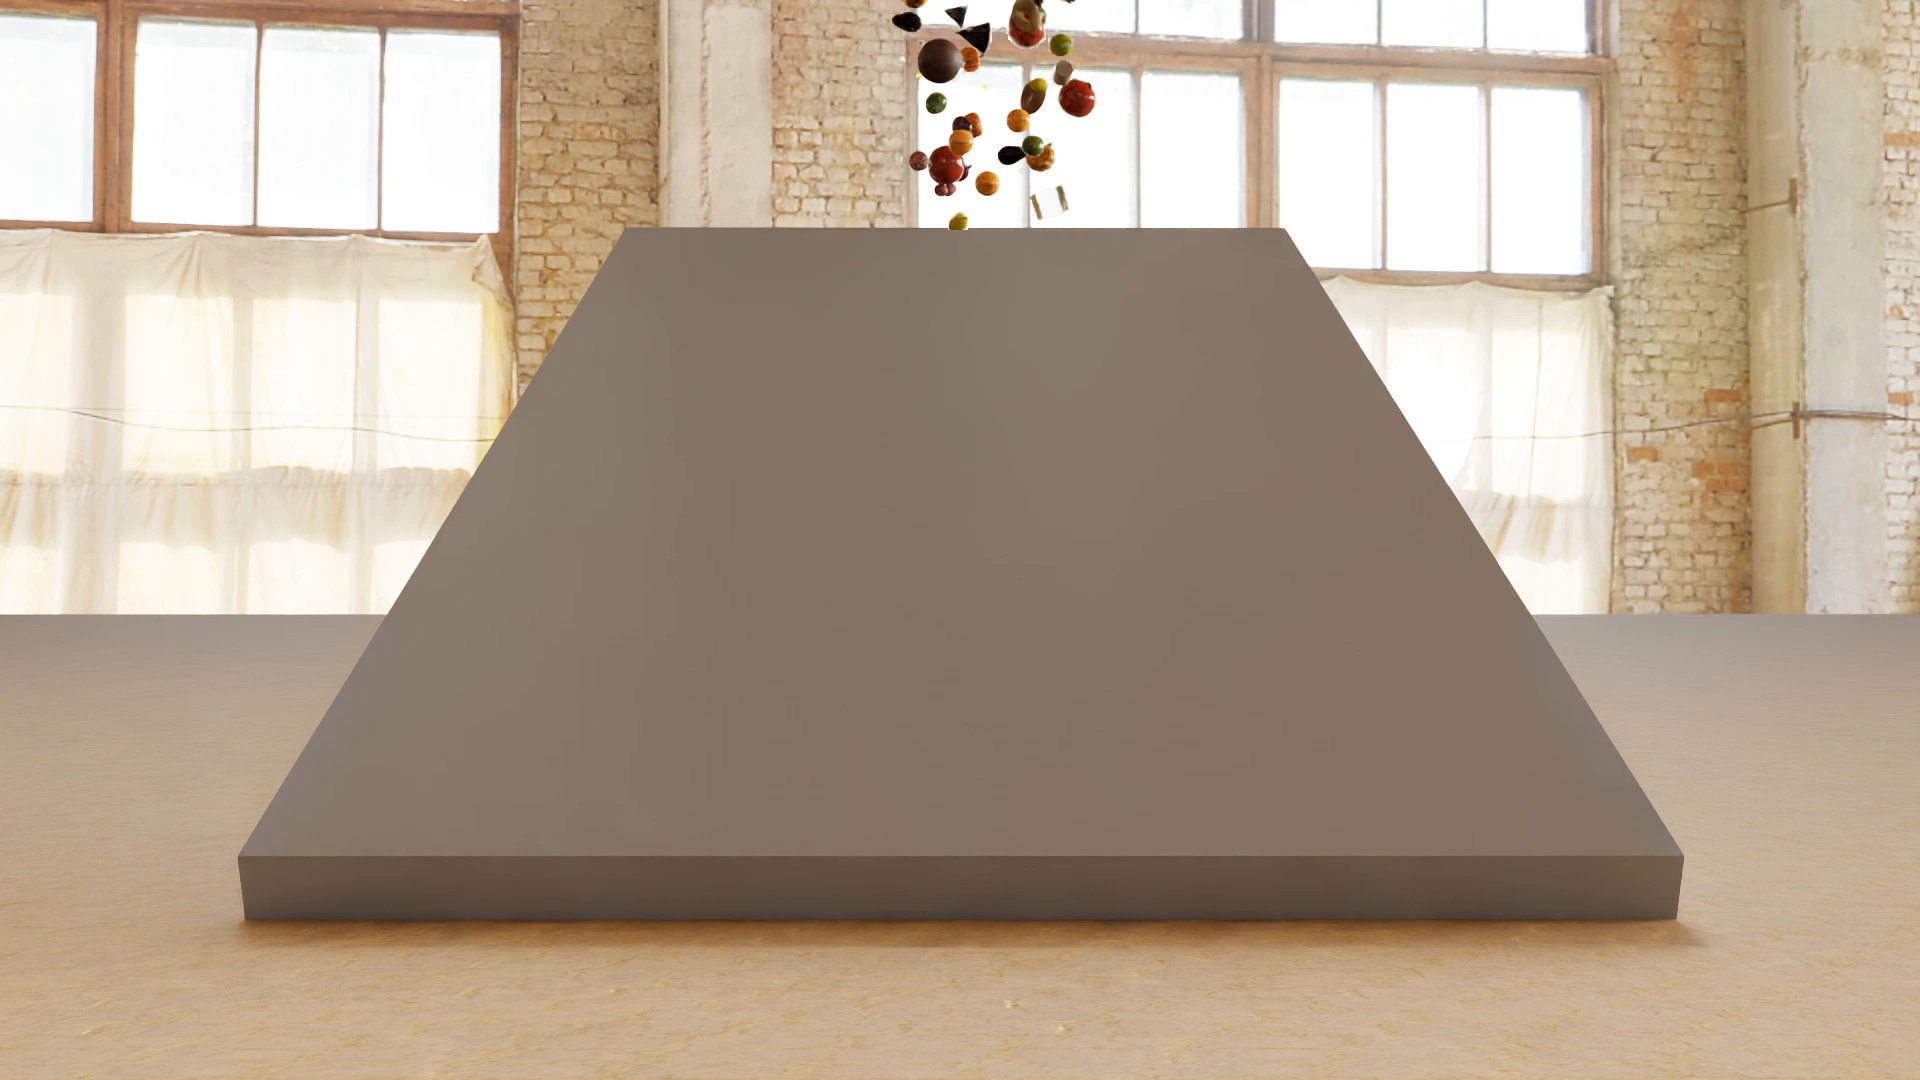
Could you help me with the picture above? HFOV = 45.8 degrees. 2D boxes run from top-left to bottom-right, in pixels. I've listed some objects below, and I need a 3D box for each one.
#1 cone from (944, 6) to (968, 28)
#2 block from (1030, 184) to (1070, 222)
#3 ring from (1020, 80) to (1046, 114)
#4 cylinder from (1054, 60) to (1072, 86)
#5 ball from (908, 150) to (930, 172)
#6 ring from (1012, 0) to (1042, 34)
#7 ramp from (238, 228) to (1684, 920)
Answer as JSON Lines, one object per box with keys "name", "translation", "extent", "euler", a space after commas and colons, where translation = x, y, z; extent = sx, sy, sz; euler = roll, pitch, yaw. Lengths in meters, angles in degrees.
{"name": "cone", "translation": [-0.019, -1.494, 6.440], "extent": [0.067, 0.067, 0.067], "euler": [16, -2, 0]}
{"name": "block", "translation": [0.254, -0.955, 6.427], "extent": [0.076, 0.076, 0.076], "euler": [-14, 13, 25]}
{"name": "ring", "translation": [0.220, -1.333, 6.822], "extent": [0.037, 0.111, 0.111], "euler": [20, -11, -25]}
{"name": "cylinder", "translation": [0.295, -1.342, 6.528], "extent": [0.052, 0.052, 0.052], "euler": [0, -28, -2]}
{"name": "ball", "translation": [-0.123, -1.135, 6.797], "extent": [0.061, 0.061, 0.061], "euler": [0, -2, 0]}
{"name": "ring", "translation": [0.188, -1.484, 6.433], "extent": [0.034, 0.102, 0.102], "euler": [-38, 21, -32]}
{"name": "ramp", "translation": [-0.005, -0.209, 5.031], "extent": [2.000, 0.100, 4.000], "euler": [0, 20, 0]}
